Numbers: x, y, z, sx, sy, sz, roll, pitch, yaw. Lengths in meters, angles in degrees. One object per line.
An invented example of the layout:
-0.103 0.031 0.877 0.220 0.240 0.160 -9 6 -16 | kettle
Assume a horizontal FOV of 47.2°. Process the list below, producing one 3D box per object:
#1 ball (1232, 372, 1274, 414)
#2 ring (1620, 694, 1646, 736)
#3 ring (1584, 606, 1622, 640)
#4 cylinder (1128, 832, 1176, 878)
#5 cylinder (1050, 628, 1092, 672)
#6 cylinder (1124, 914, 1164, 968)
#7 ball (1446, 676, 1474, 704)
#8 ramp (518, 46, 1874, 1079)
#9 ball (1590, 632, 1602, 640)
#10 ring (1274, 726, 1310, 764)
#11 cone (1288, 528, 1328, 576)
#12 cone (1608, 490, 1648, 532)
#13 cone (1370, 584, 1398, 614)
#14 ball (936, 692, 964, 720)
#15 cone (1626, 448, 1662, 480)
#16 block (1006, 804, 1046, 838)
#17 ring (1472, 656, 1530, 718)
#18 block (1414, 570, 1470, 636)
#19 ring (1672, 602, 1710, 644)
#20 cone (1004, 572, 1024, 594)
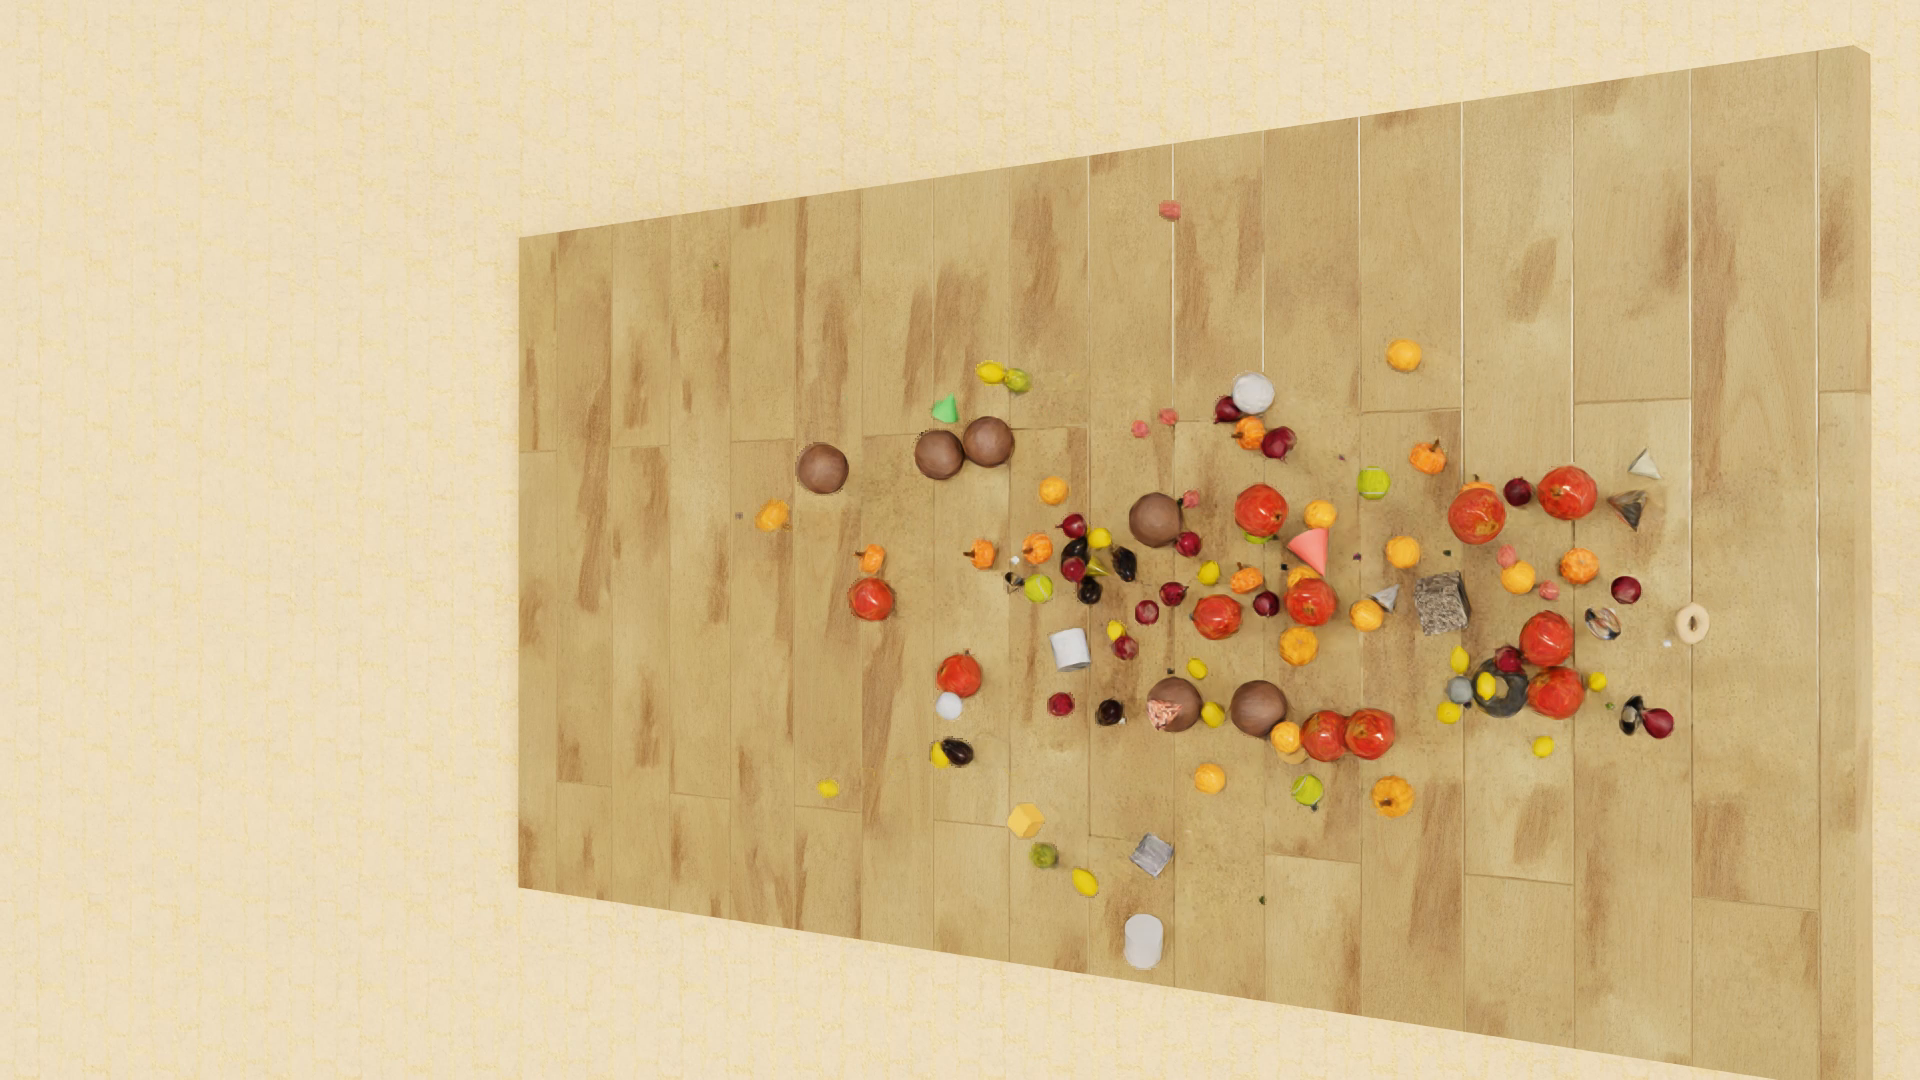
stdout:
0.668 -0.333 5.013 0.097 0.097 0.097 0 90 0 | ball
1.356 0.353 4.432 0.029 0.088 0.088 18 90 31 | ring
1.258 0.162 4.302 0.079 0.079 0.026 31 133 0 | ring
0.452 0.742 5.178 0.079 0.079 0.079 36 84 0 | cylinder
0.269 0.268 5.348 0.085 0.085 0.085 -13 76 0 | cylinder
0.430 0.939 5.155 0.089 0.089 0.089 -2 132 0 | cylinder
1.068 0.320 4.695 0.060 0.060 0.060 0 90 0 | ball
0.208 0.061 5.523 4.000 0.100 2.000 0 90 40 | ramp
1.314 0.179 4.499 0.051 0.051 0.051 0 90 0 | ball
0.753 0.464 4.980 0.089 0.030 0.089 -3 85 39 | ring
0.788 0.040 4.861 0.098 0.098 0.098 -20 68 0 | cone
1.364 -0.051 4.465 0.078 0.078 0.078 -17 107 0 | cone
0.943 0.118 4.824 0.063 0.063 0.063 41 87 0 | cone
-0.026 0.404 5.356 0.068 0.068 0.068 0 90 0 | ball
1.390 -0.142 4.436 0.064 0.064 0.064 40 90 8 | cone
0.163 0.697 5.454 0.058 0.058 0.058 46 117 30 | block
1.142 0.312 4.647 0.131 0.044 0.131 3 94 43 | ring
1.026 0.134 4.676 0.093 0.093 0.093 -14 109 20 | block
1.451 0.165 4.365 0.084 0.028 0.084 -2 96 -25 | ring
0.126 0.117 5.473 0.052 0.052 0.052 25 126 0 | cone
